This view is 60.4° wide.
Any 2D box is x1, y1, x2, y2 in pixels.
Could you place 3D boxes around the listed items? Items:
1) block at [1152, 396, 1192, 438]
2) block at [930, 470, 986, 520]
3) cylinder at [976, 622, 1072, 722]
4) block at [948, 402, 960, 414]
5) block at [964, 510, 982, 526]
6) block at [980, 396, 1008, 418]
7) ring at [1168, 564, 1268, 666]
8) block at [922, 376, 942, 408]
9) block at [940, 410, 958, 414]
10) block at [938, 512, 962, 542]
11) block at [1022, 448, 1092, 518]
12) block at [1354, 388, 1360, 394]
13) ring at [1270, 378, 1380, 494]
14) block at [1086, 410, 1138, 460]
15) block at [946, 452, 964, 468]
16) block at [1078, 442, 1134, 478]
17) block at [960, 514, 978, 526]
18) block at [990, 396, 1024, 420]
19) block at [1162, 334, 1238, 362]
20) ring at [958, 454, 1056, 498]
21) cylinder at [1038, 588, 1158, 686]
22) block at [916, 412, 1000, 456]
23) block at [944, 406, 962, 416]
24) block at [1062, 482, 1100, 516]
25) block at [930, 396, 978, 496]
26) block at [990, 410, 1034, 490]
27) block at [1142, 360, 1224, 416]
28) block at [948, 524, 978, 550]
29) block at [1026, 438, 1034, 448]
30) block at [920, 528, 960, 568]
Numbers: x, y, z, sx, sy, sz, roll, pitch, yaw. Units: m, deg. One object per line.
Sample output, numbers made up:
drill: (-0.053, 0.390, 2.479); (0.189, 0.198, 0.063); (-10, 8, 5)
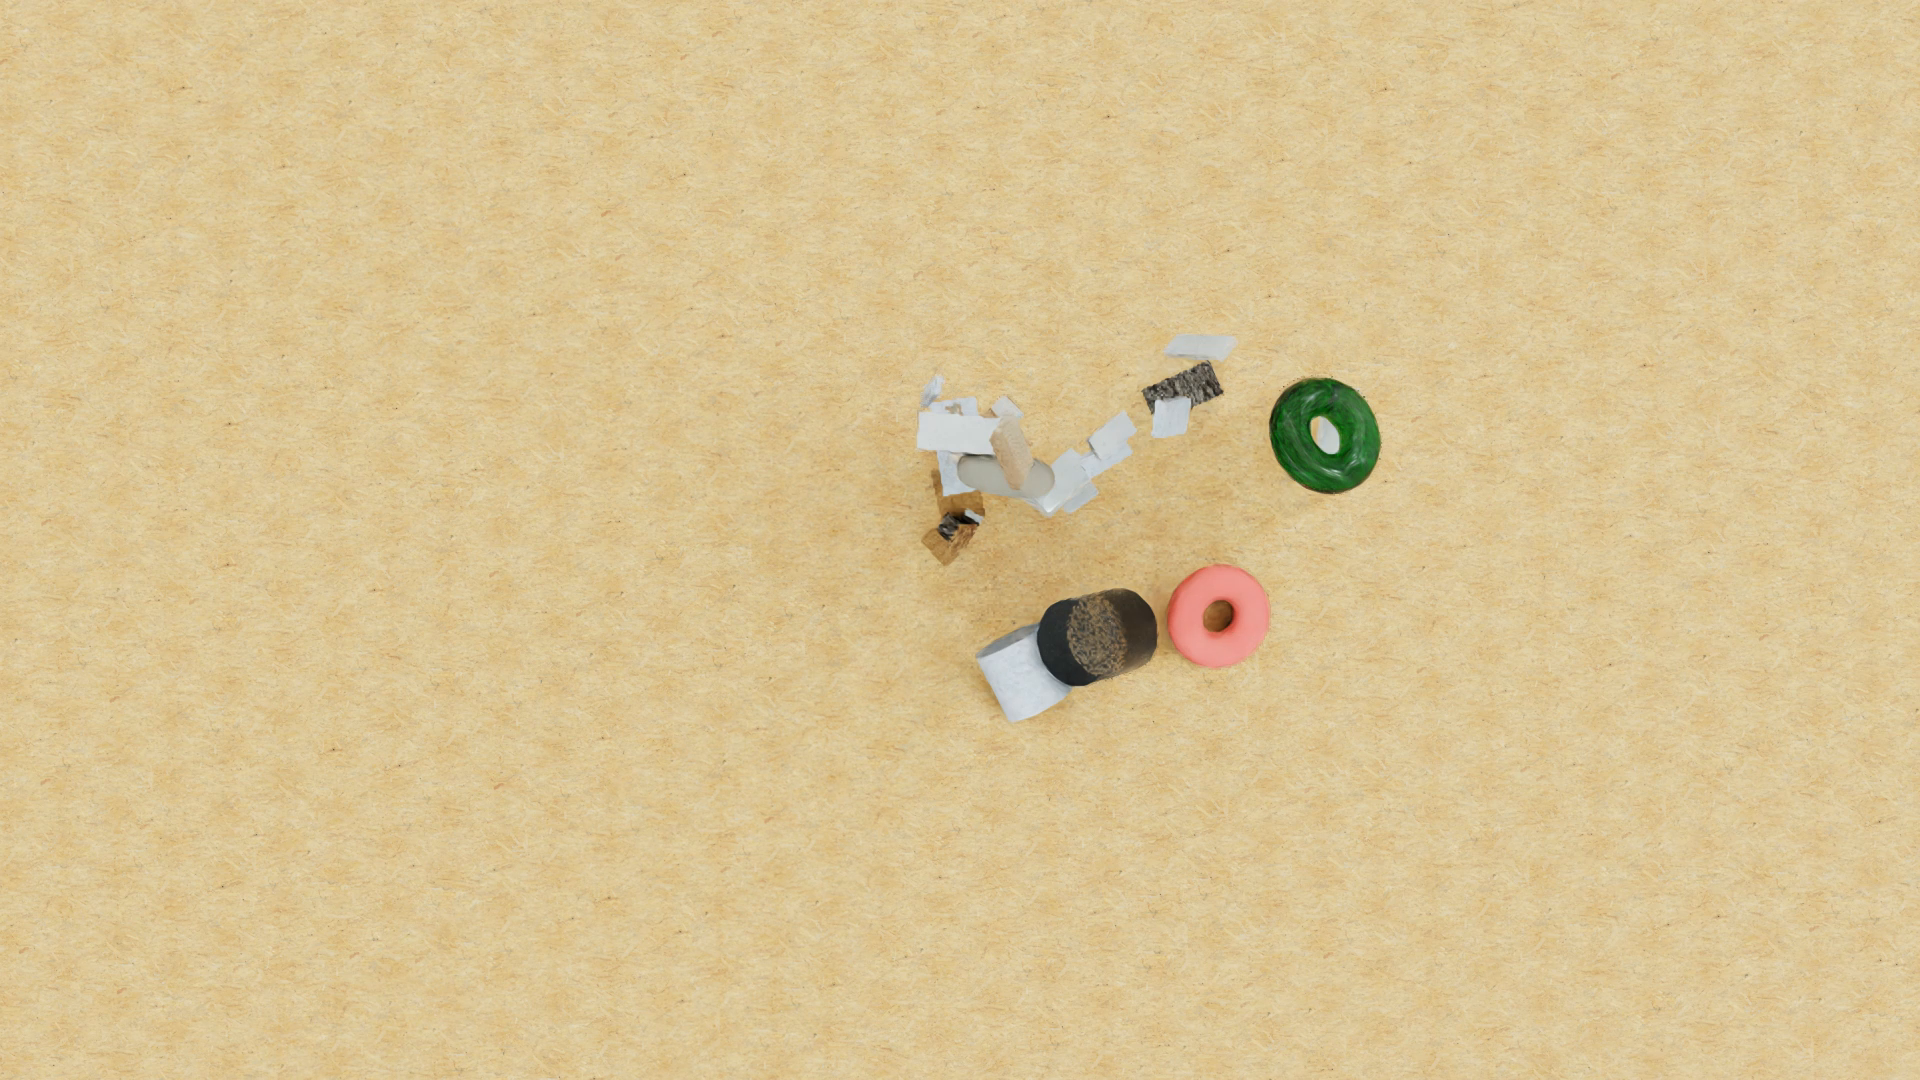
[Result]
block: (0.637, -0.370, 4.963); (0.031, 0.218, 0.109); (12, 103, 26)
block: (-0.004, -0.148, 5.361); (0.147, 0.293, 0.042); (-12, 62, 0)
cylinder: (0.208, 0.430, 5.371); (0.236, 0.236, 0.236); (-27, 96, 0)
block: (-0.028, -0.375, 5.014); (0.016, 0.114, 0.057); (22, 75, -4)
block: (0.028, -0.049, 5.447); (0.061, 0.122, 0.017); (30, 50, 0)
block: (0.088, -0.347, 4.951); (0.195, 0.098, 0.028); (-37, 124, -2)
ring: (0.847, 0.249, 5.407); (0.348, 0.116, 0.348); (-3, 104, -12)
block: (-0.084, -0.448, 5.009); (0.016, 0.114, 0.057); (17, 70, -17)
block: (-0.027, -0.355, 5.099); (0.052, 0.015, 0.103); (-13, 62, 2)
block: (-0.039, -0.036, 5.443); (0.063, 0.126, 0.018); (33, 53, 1)
block: (0.327, -0.187, 5.406); (0.121, 0.034, 0.245); (37, 65, 22)
block: (1.218, -0.365, 5.319); (0.121, 0.034, 0.241); (-8, 117, -11)
ring: (1.130, -0.324, 5.103); (0.377, 0.126, 0.377); (5, 74, -19)
block: (0.463, -0.321, 5.051); (0.158, 0.022, 0.079); (-39, 107, -20)
block: (0.018, -0.274, 5.064); (0.098, 0.195, 0.028); (-36, 91, -12)
block: (0.453, -0.262, 5.124); (0.158, 0.022, 0.079); (-31, 126, 4)
block: (0.015, -0.030, 5.447); (0.061, 0.122, 0.017); (30, 50, 0)
block: (0.139, -0.378, 4.848); (0.057, 0.114, 0.016); (-38, 129, -1)
block: (0.725, -0.581, 4.982); (0.079, 0.296, 0.022); (-49, 115, -12)
ring: (0.139, -0.197, 4.948); (0.300, 0.300, 0.100); (9, 102, 0)
cylinder: (0.438, 0.305, 5.234); (0.275, 0.275, 0.275); (6, 100, 39)
block: (0.009, -0.313, 4.883); (0.267, 0.031, 0.109); (5, 89, -3)
block: (-0.015, -0.371, 5.123); (0.052, 0.015, 0.104); (-12, 61, -1)
block: (0.392, -0.144, 5.472); (0.126, 0.018, 0.063); (-35, 102, 12)
block: (-0.002, -0.296, 5.189); (0.147, 0.042, 0.293); (-9, 97, -1)
block: (0.147, -0.250, 4.643); (0.031, 0.218, 0.109); (11, 58, 28)
block: (0.739, -0.493, 5.483); (0.241, 0.034, 0.121); (-24, 90, 0)
block: (0.007, -0.010, 5.418); (0.061, 0.122, 0.017); (-2, 57, -24)
block: (0.135, -0.249, 5.139); (0.195, 0.098, 0.028); (-36, 94, -9)
block: (-0.067, 0.025, 5.469); (0.063, 0.018, 0.126); (-41, 108, 6)
